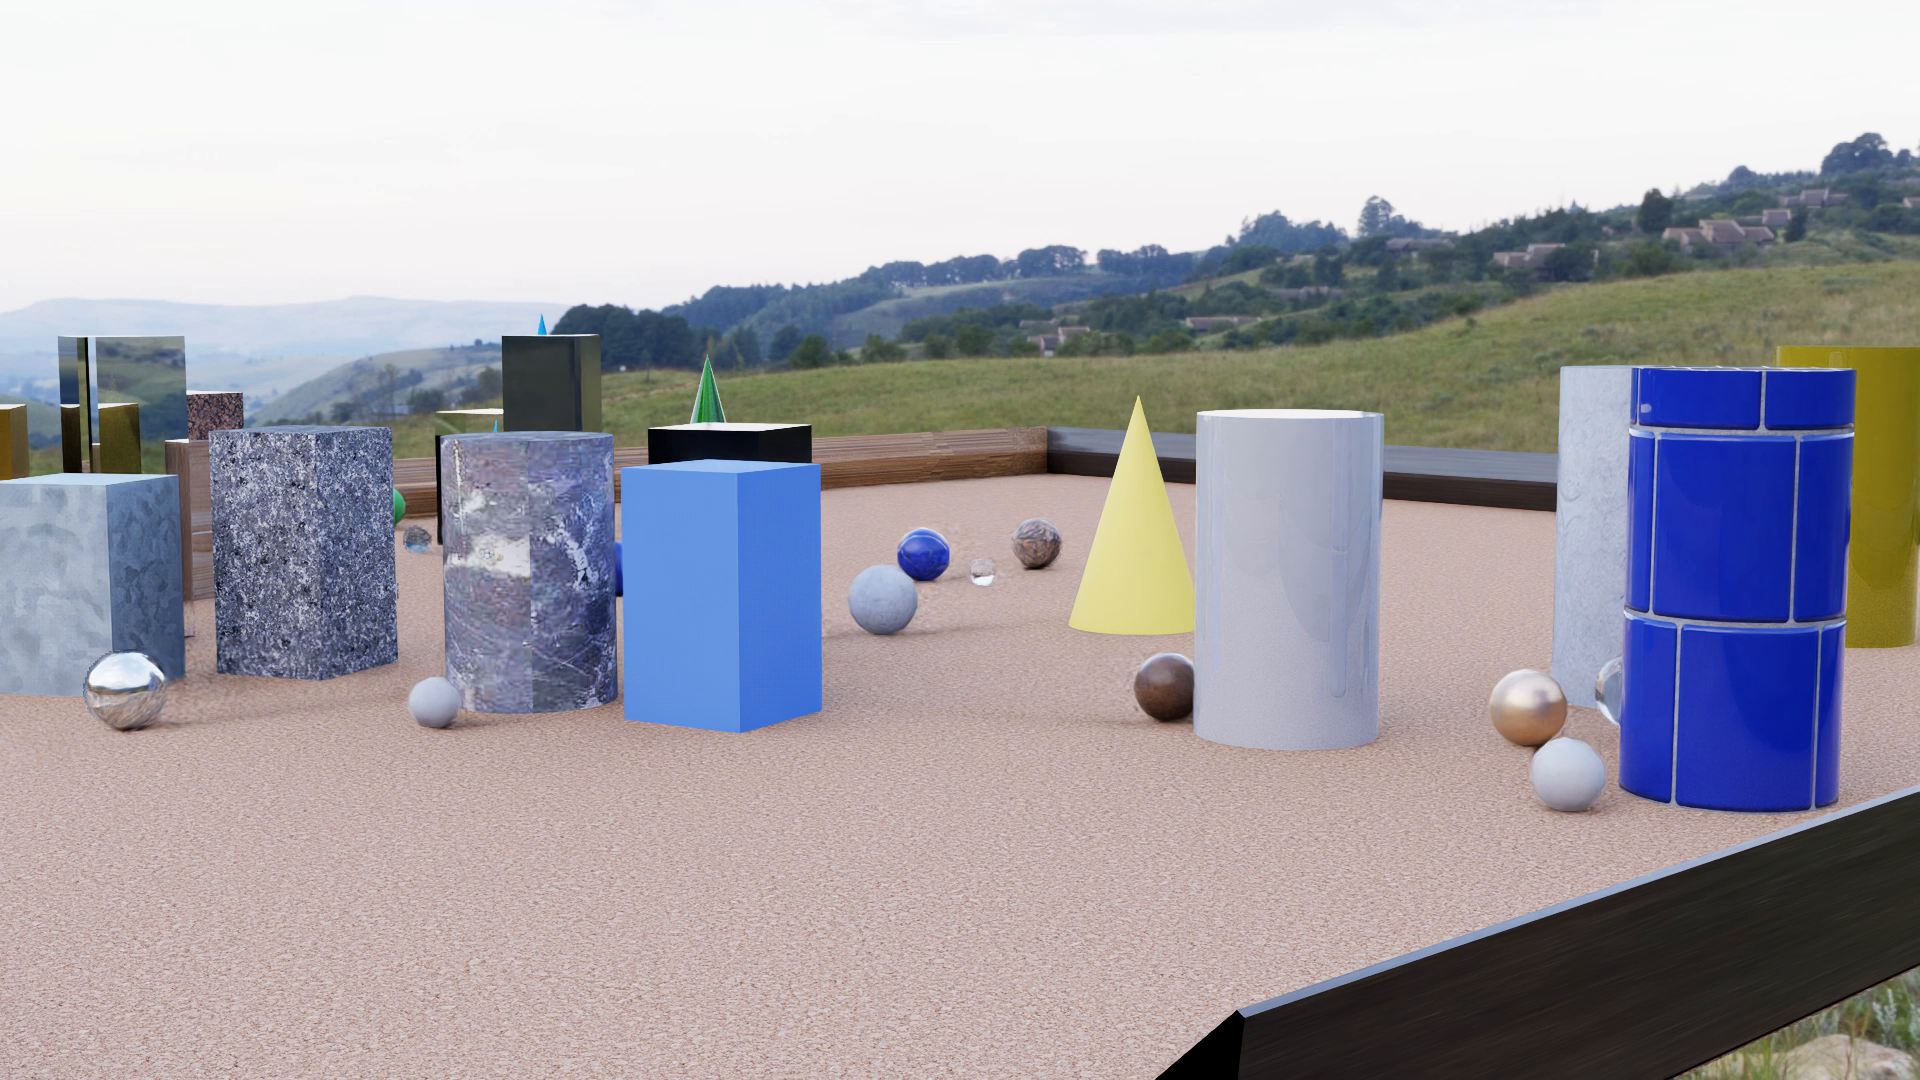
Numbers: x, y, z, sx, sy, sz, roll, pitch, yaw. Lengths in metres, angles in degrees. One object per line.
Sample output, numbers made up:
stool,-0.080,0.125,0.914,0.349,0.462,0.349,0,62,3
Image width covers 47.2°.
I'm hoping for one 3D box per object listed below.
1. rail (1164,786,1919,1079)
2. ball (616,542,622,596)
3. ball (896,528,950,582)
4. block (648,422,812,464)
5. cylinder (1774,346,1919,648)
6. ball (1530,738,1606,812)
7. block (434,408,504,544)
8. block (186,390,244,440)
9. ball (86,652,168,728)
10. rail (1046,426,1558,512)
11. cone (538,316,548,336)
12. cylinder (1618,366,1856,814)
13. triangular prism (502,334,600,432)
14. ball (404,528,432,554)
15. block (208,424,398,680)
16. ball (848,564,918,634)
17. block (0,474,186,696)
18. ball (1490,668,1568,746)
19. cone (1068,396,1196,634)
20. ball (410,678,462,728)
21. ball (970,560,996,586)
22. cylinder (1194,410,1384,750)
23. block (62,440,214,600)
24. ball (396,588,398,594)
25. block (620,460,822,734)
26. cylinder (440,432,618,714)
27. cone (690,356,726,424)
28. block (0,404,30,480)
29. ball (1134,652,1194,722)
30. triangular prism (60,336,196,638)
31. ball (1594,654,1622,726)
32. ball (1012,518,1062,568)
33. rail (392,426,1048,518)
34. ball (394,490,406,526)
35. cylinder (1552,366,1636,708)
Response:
rail,1.209,0.170,2.029,3.979,0.125,0.045,-6,8,-42
ball,-0.529,0.044,3.429,0.084,0.084,0.084,0,6,0
ball,-0.060,0.024,3.599,0.088,0.088,0.088,0,6,0
block,-0.291,0.003,2.809,0.154,0.296,0.154,2,6,20
cylinder,1.194,-0.064,2.970,0.193,0.394,0.193,0,6,0
ball,0.540,0.209,1.956,0.065,0.065,0.065,0,6,0
block,-0.884,-0.119,4.180,0.154,0.251,0.154,4,7,30
block,-1.310,-0.094,3.682,0.154,0.305,0.154,4,7,32
ball,-0.886,0.159,2.341,0.082,0.082,0.082,0,6,0
rail,1.445,-0.107,4.658,0.045,0.125,3.613,-6,8,-42
cone,-0.840,-0.240,4.442,0.193,0.438,0.193,0,6,0
cylinder,0.710,0.038,2.017,0.193,0.391,0.193,0,6,0
triangular prism,-0.651,-0.142,3.686,0.167,0.401,0.145,4,7,32
ball,-0.988,0.002,4.009,0.048,0.048,0.048,0,6,0
block,-0.811,0.011,2.726,0.154,0.297,0.154,2,6,20
ball,-0.106,0.081,3.016,0.096,0.096,0.096,0,6,0
block,-1.032,0.050,2.603,0.154,0.245,0.154,1,6,11
ball,0.582,0.171,2.251,0.078,0.078,0.078,0,6,0
cone,0.250,-0.042,3.094,0.193,0.326,0.193,0,6,0
ball,-0.559,0.173,2.345,0.054,0.054,0.054,0,6,0
ball,0.036,0.053,3.545,0.042,0.042,0.042,0,6,0
cylinder,0.343,0.036,2.303,0.193,0.336,0.193,0,6,0
block,-1.253,-0.029,3.371,0.154,0.242,0.154,3,7,29
ball,-0.856,0.074,3.198,0.073,0.073,0.073,0,6,0
block,-0.259,0.056,2.405,0.154,0.275,0.154,4,7,30
cylinder,-0.490,0.032,2.507,0.193,0.301,0.193,0,6,0
cone,-0.437,-0.140,3.826,0.193,0.367,0.193,0,6,0
block,-1.471,-0.047,3.258,0.154,0.300,0.154,-2,6,-14
ball,0.226,0.159,2.381,0.075,0.075,0.075,0,6,0
triangular prism,-1.108,-0.068,2.949,0.145,0.409,0.167,-3,7,-30
ball,0.716,0.160,2.332,0.084,0.084,0.084,0,6,0
ball,0.132,0.006,3.789,0.086,0.086,0.086,0,6,0
rail,-1.209,-0.104,4.635,3.979,0.125,0.045,-6,8,-42
ball,-1.171,-0.066,4.464,0.087,0.087,0.087,0,6,0
cylinder,0.779,-0.007,2.506,0.193,0.378,0.193,0,6,0
